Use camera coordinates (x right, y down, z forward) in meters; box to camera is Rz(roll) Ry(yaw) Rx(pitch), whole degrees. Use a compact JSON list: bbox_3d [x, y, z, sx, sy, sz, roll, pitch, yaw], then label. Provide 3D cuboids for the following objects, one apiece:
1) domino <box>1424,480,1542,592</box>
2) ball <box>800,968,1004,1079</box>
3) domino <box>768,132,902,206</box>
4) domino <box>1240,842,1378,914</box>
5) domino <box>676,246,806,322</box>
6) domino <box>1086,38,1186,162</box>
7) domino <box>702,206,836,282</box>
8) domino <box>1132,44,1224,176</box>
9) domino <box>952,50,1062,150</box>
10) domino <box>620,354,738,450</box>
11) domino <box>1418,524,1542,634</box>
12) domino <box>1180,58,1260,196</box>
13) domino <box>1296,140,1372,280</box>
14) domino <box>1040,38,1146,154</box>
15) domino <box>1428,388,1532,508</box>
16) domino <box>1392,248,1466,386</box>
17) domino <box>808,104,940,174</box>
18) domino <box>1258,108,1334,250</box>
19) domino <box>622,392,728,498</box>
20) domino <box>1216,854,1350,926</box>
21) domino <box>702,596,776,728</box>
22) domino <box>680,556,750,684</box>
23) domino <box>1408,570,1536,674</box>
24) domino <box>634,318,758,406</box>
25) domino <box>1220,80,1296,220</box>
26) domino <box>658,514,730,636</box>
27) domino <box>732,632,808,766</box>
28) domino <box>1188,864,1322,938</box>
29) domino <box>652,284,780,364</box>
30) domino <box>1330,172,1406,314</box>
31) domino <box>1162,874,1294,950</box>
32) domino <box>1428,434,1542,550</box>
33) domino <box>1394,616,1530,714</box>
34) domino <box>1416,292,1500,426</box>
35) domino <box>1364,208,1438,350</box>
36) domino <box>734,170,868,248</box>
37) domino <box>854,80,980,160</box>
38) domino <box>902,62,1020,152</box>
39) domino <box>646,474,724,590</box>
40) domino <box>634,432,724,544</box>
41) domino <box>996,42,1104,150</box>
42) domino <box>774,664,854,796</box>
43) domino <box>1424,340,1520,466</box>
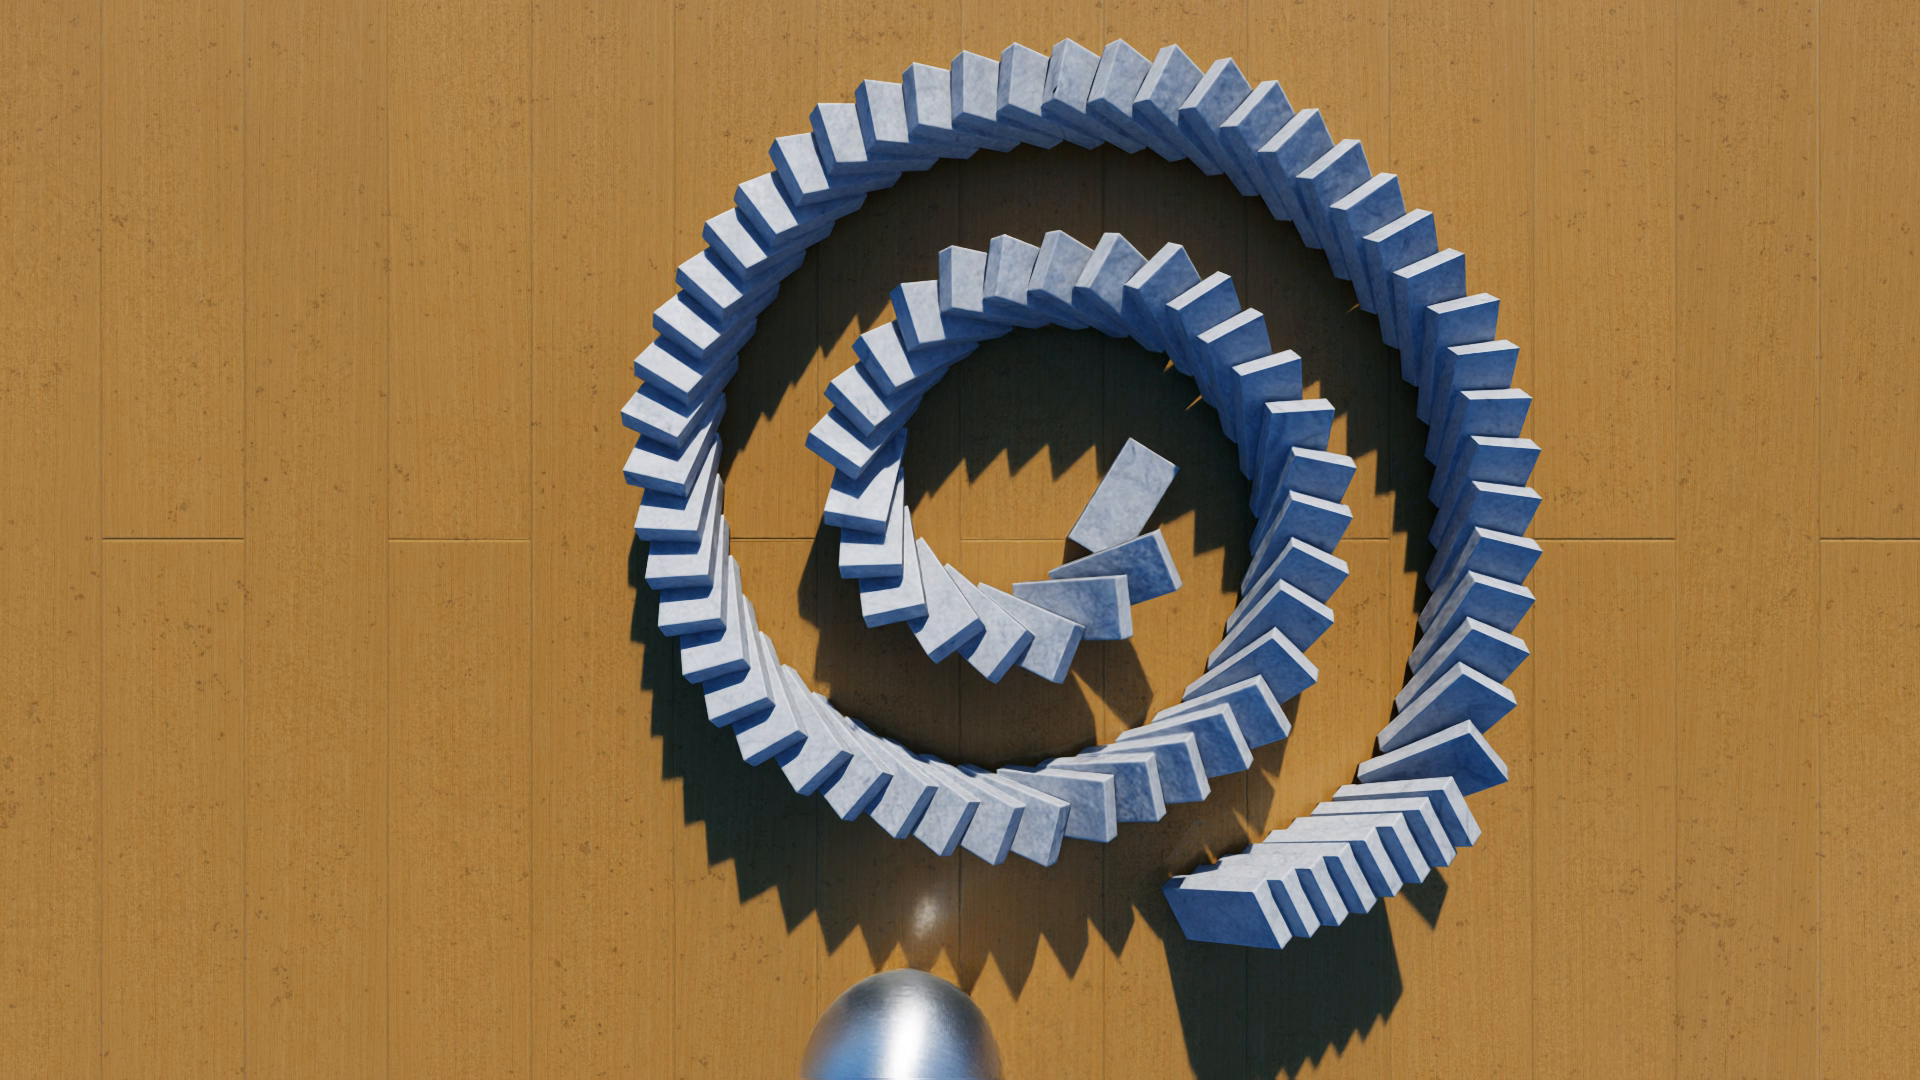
[{"bbox_3d":[0.217,0.000,0.383,0.025,0.009,0.050,8,122,0],"label":"domino"},{"bbox_3d":[-0.023,0.213,0.360,0.080,0.080,0.080,0,90,0],"label":"ball"},{"bbox_3d":[-0.051,-0.157,0.382,0.050,0.009,0.025,-26,90,-33],"label":"domino"},{"bbox_3d":[0.142,0.139,0.377,0.009,0.050,0.025,-27,90,-37],"label":"domino"},{"bbox_3d":[-0.091,-0.114,0.383,0.025,0.010,0.050,42,58,0],"label":"domino"},{"bbox_3d":[0.078,-0.182,0.383,0.050,0.010,0.025,18,90,-33],"label":"domino"},{"bbox_3d":[-0.079,-0.130,0.383,0.025,0.010,0.050,49,58,0],"label":"domino"},{"bbox_3d":[0.097,-0.178,0.383,0.050,0.010,0.025,27,90,-33],"label":"domino"},{"bbox_3d":[0.020,-0.183,0.383,0.050,0.009,0.025,0,90,-32],"label":"domino"},{"bbox_3d":[-0.116,-0.063,0.382,0.025,0.009,0.050,25,57,0],"label":"domino"},{"bbox_3d":[0.216,0.020,0.383,0.025,0.009,0.050,14,122,0],"label":"domino"},{"bbox_3d":[0.116,-0.171,0.383,0.050,0.010,0.025,37,90,-32],"label":"domino"},{"bbox_3d":[0.162,-0.137,0.383,0.025,0.009,0.050,-39,122,0],"label":"domino"},{"bbox_3d":[0.059,-0.184,0.383,0.050,0.009,0.025,11,90,-32],"label":"domino"},{"bbox_3d":[0.216,-0.038,0.383,0.025,0.009,0.050,-1,122,0],"label":"domino"},{"bbox_3d":[0.197,-0.092,0.383,0.025,0.009,0.050,-23,122,0],"label":"domino"},{"bbox_3d":[-0.035,-0.168,0.382,0.050,0.009,0.025,-17,89,-33],"label":"domino"},{"bbox_3d":[0.147,-0.150,0.383,0.025,0.009,0.050,-44,122,0],"label":"domino"},{"bbox_3d":[-0.118,-0.043,0.382,0.025,0.009,0.050,13,57,0],"label":"domino"},{"bbox_3d":[0.131,0.143,0.377,0.009,0.050,0.025,-27,90,-37],"label":"domino"},{"bbox_3d":[-0.095,0.050,0.382,0.025,0.009,0.050,-22,57,0],"label":"domino"},{"bbox_3d":[-0.103,0.033,0.383,0.025,0.010,0.050,-15,57,0],"label":"domino"},{"bbox_3d":[0.213,0.038,0.383,0.025,0.010,0.050,17,122,0],"label":"domino"},{"bbox_3d":[-0.110,-0.081,0.383,0.025,0.010,0.050,31,58,0],"label":"domino"},{"bbox_3d":[0.132,-0.162,0.383,0.025,0.009,0.050,-48,122,-1],"label":"domino"},{"bbox_3d":[-0.110,0.014,0.383,0.025,0.009,0.050,-8,58,0],"label":"domino"},{"bbox_3d":[-0.084,0.066,0.382,0.025,0.009,0.050,-29,57,0],"label":"domino"},{"bbox_3d":[0.120,0.148,0.377,0.010,0.050,0.025,-27,90,-37],"label":"domino"},{"bbox_3d":[-0.101,-0.098,0.383,0.025,0.010,0.050,37,58,0],"label":"domino"},{"bbox_3d":[0.175,-0.123,0.383,0.025,0.009,0.050,-34,122,0],"label":"domino"},{"bbox_3d":[0.109,0.152,0.377,0.009,0.050,0.025,-27,90,-37],"label":"domino"},{"bbox_3d":[0.218,-0.018,0.383,0.025,0.009,0.050,5,122,0],"label":"domino"},{"bbox_3d":[0.208,0.057,0.383,0.025,0.010,0.050,24,122,0],"label":"domino"},{"bbox_3d":[0.207,-0.075,0.383,0.025,0.010,0.050,-13,122,0],"label":"domino"},{"bbox_3d":[0.187,-0.108,0.383,0.025,0.009,0.050,-29,122,0],"label":"domino"},{"bbox_3d":[-0.066,-0.143,0.383,0.050,0.010,0.025,-37,90,-32],"label":"domino"},{"bbox_3d":[-0.017,-0.175,0.383,0.050,0.010,0.025,-11,89,-32],"label":"domino"},{"bbox_3d":[0.001,-0.180,0.383,0.050,0.010,0.025,-5,90,-32],"label":"domino"},{"bbox_3d":[-0.114,-0.004,0.383,0.025,0.009,0.050,-3,58,0],"label":"domino"},{"bbox_3d":[-0.117,-0.023,0.383,0.025,0.009,0.050,3,58,0],"label":"domino"},{"bbox_3d":[0.039,-0.184,0.383,0.050,0.009,0.025,5,90,-32],"label":"domino"},{"bbox_3d":[-0.068,0.079,0.382,0.025,0.009,0.050,-43,57,0],"label":"domino"},{"bbox_3d":[0.213,-0.057,0.383,0.025,0.009,0.050,-7,122,-1],"label":"domino"}]
